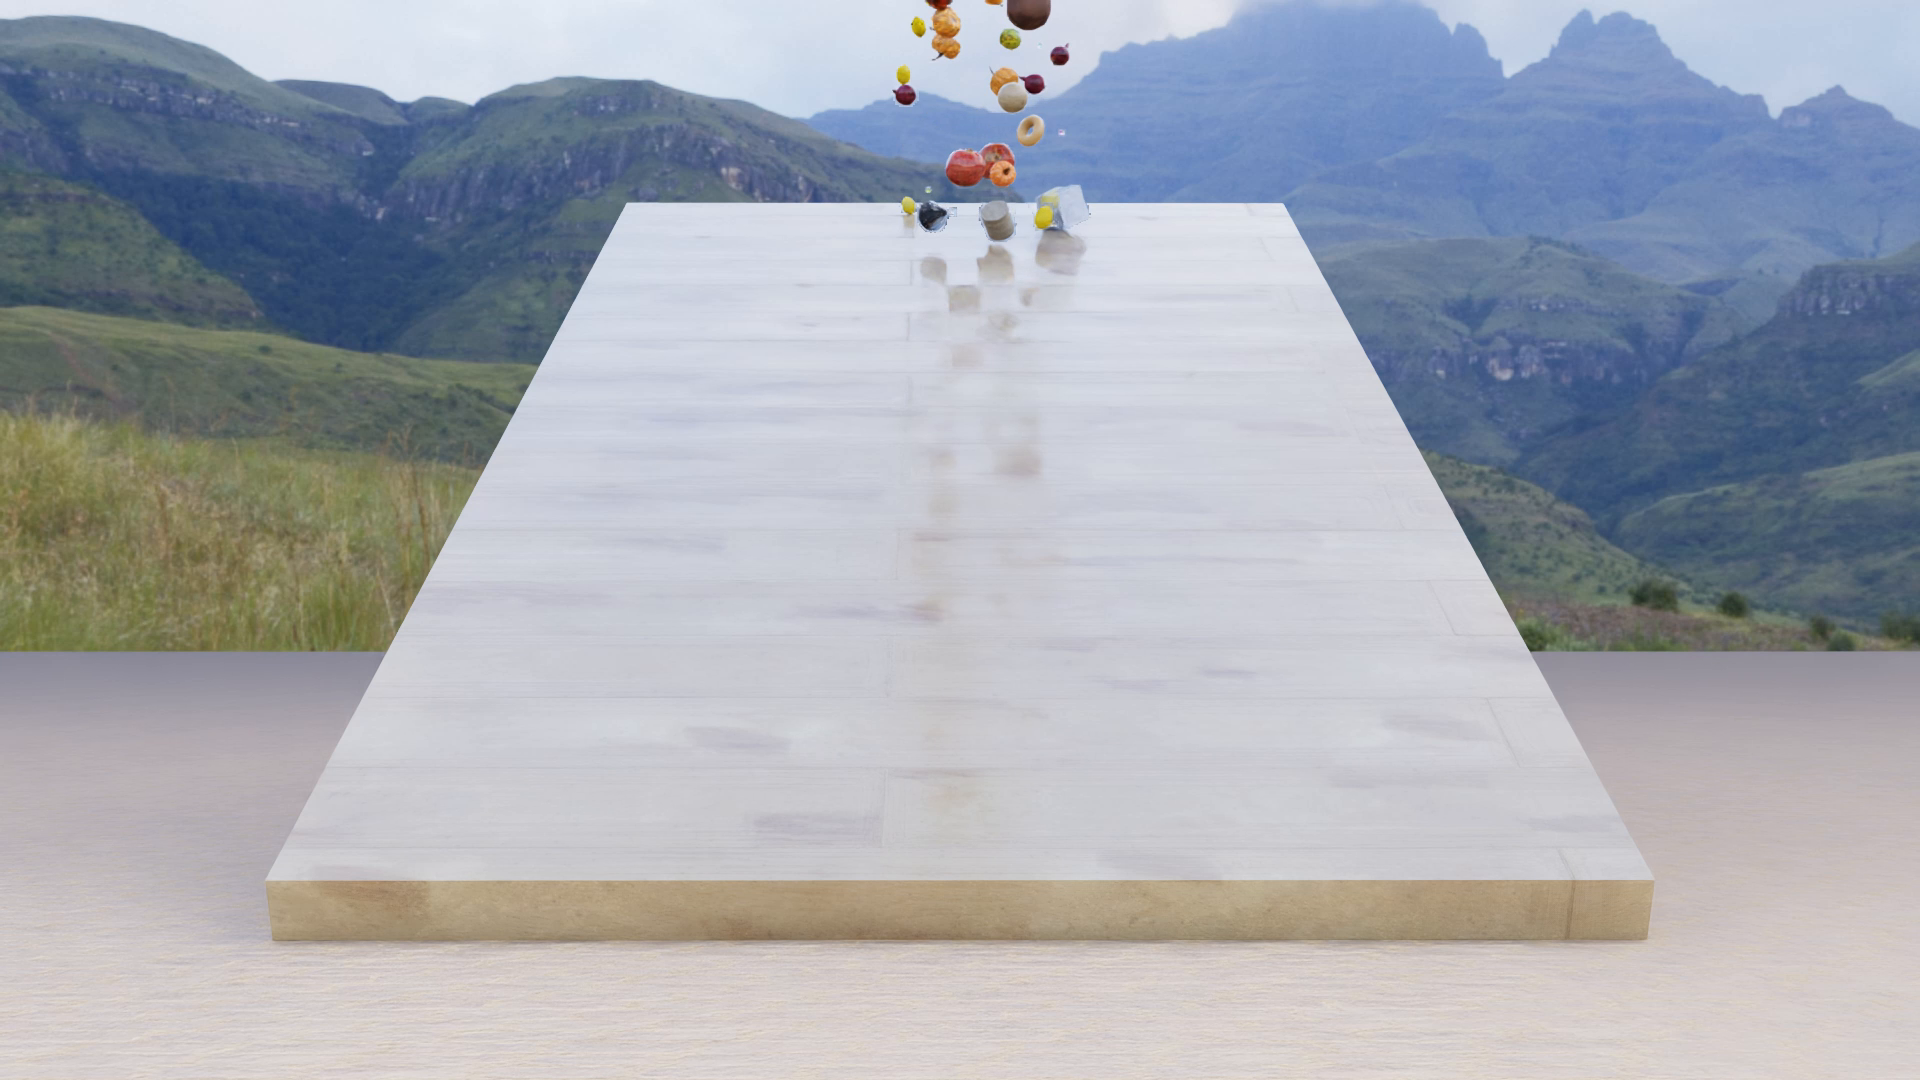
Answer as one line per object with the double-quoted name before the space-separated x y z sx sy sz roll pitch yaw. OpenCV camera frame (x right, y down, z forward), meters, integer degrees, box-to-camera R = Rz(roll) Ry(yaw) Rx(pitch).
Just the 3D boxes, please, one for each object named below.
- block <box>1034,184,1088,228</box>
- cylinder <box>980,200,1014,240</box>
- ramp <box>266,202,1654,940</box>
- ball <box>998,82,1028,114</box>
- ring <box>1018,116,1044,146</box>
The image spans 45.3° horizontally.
"block" 0.296 -0.970 6.700 0.096 0.096 0.096 -29 21 -32
"cylinder" 0.107 -0.911 6.559 0.081 0.081 0.081 -1 -36 18
"ramp" -0.007 -0.222 5.180 2.000 0.100 4.000 0 22 0
"ball" 0.153 -1.285 6.683 0.088 0.088 0.088 0 -3 0
"ring" 0.209 -1.208 6.795 0.095 0.095 0.032 -2 -15 43
